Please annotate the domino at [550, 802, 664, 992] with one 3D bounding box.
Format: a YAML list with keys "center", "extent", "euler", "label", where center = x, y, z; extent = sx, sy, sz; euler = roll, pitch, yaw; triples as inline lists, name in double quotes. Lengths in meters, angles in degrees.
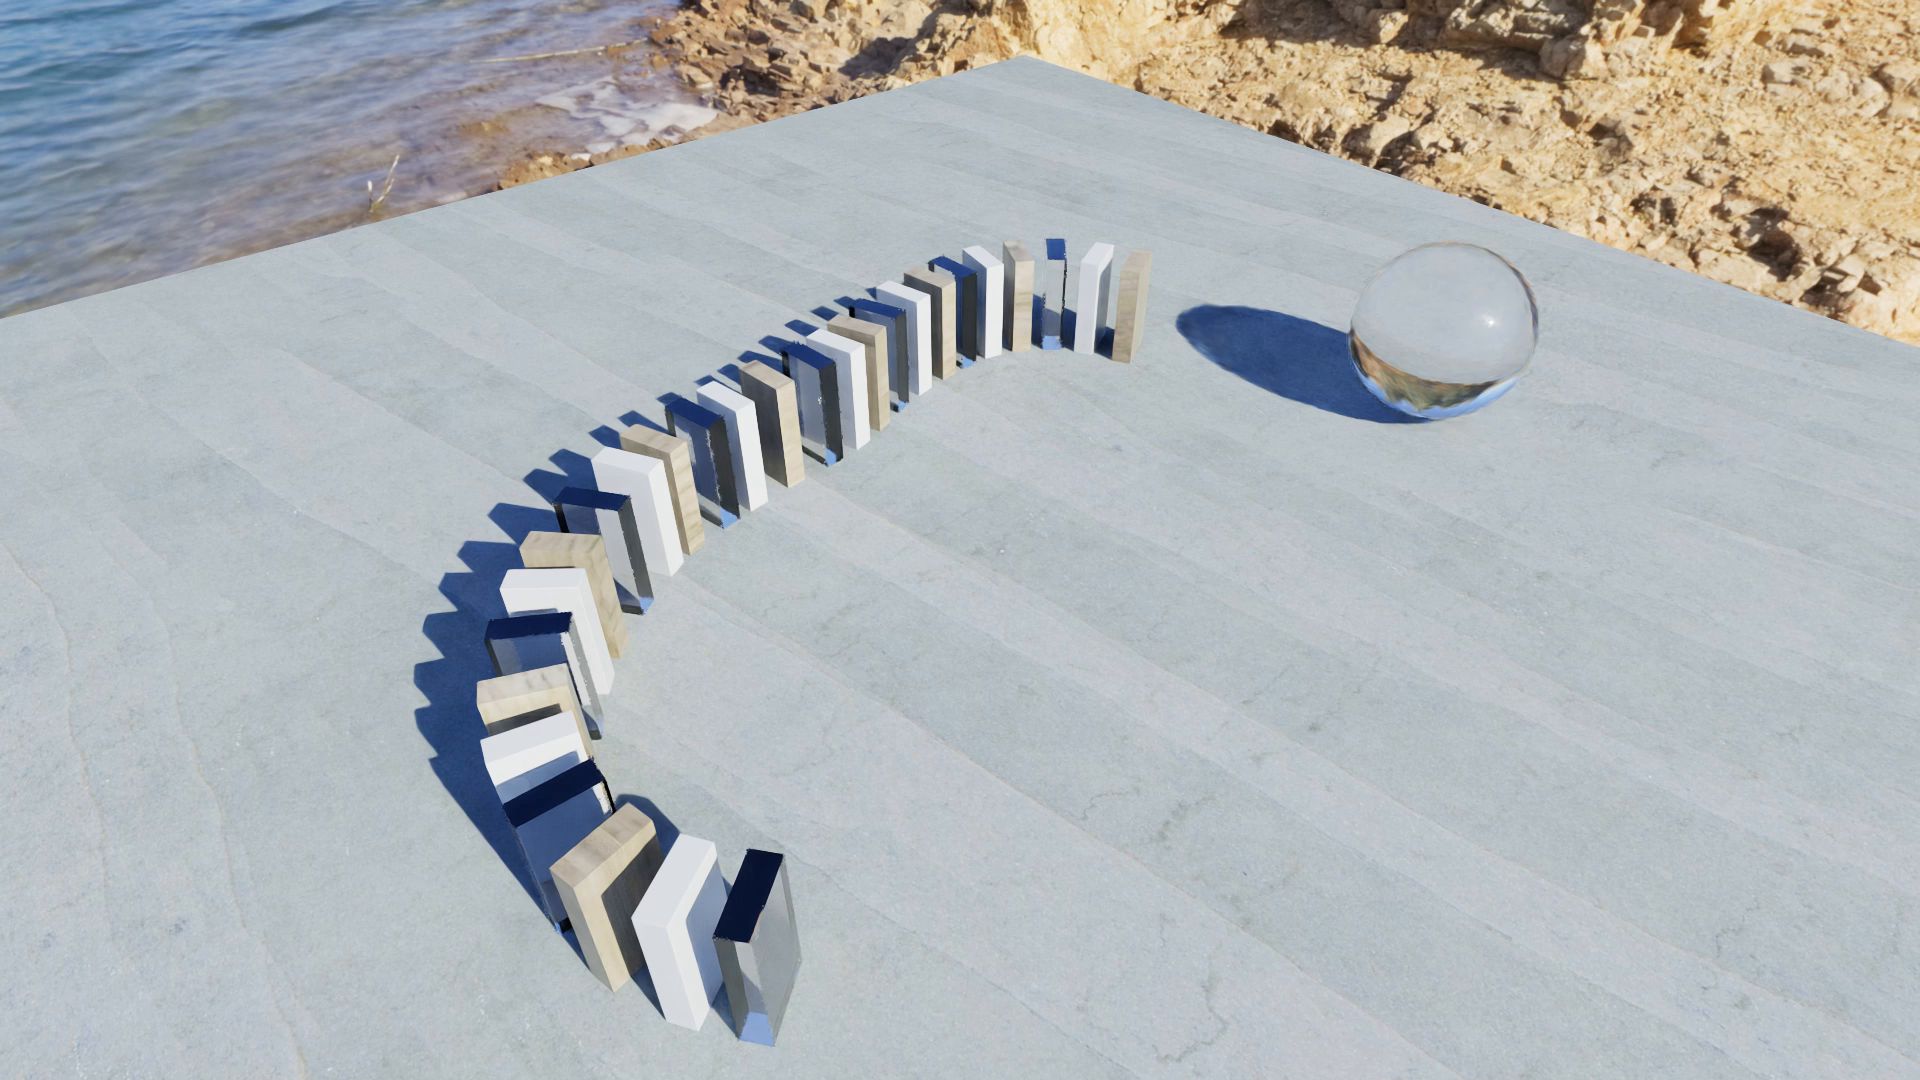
- center: [-0.091, 0.096, 0.294]
  extent: [0.010, 0.050, 0.025]
  euler: [25, 46, 28]
  label: "domino"

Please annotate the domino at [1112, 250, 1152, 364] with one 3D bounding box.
- center: [0.087, -0.118, 0.555]
  extent: [0.009, 0.050, 0.025]
  euler: [14, 41, 17]
  label: "domino"

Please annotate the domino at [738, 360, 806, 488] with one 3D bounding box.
- center: [-0.080, -0.049, 0.472]
  extent: [0.025, 0.050, 0.009]
  euler: [31, 48, 32]
  label: "domino"

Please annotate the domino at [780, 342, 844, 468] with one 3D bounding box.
- center: [-0.065, -0.059, 0.484]
  extent: [0.025, 0.050, 0.009]
  euler: [31, 49, 32]
  label: "domino"

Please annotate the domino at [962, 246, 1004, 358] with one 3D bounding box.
- center: [0.011, -0.121, 0.559]
  extent: [0.009, 0.050, 0.025]
  euler: [-19, 43, -22]
  label: "domino"

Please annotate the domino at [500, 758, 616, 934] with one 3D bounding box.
- center: [-0.107, 0.086, 0.307]
  extent: [0.025, 0.050, 0.009]
  euler: [-27, 46, -29]
  label: "domino"

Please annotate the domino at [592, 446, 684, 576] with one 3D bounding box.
- center: [-0.124, -0.010, 0.424]
  extent: [0.025, 0.050, 0.009]
  euler: [14, 41, 16]
  label: "domino"

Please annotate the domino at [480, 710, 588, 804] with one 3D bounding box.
- center: [-0.120, 0.074, 0.321]
  extent: [0.025, 0.050, 0.009]
  euler: [-18, 43, -21]
  label: "domino"

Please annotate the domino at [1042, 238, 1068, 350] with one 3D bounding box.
- center: [0.048, -0.126, 0.565]
  extent: [0.010, 0.050, 0.025]
  euler: [1, 39, 1]
  label: "domino"

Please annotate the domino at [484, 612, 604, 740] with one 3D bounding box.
- center: [-0.133, 0.046, 0.356]
  extent: [0.025, 0.050, 0.009]
  euler: [-6, 40, -7]
  label: "domino"

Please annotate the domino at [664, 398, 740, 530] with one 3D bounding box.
- center: [-0.105, -0.031, 0.449]
  extent: [0.025, 0.050, 0.010]
  euler: [26, 46, 28]
  label: "domino"

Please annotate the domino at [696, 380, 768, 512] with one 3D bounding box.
- center: [-0.095, -0.039, 0.459]
  extent: [0.025, 0.050, 0.009]
  euler: [28, 47, 30]
  label: "domino"

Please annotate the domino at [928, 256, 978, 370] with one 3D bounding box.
- center: [-0.004, -0.114, 0.550]
  extent: [0.010, 0.050, 0.025]
  euler: [-31, 48, -32]
  label: "domino"

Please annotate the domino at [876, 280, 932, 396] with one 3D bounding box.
- center: [-0.027, -0.097, 0.530]
  extent: [0.025, 0.050, 0.010]
  euler: [26, 46, 28]
  label: "domino"

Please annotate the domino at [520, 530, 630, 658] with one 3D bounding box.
- center: [-0.135, 0.020, 0.387]
  extent: [0.025, 0.050, 0.009]
  euler: [4, 39, 4]
  label: "domino"

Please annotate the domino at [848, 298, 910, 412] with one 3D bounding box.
- center: [-0.038, -0.086, 0.517]
  extent: [0.025, 0.050, 0.009]
  euler: [19, 43, 22]
  label: "domino"

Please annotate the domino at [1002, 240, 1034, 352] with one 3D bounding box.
- center: [0.029, -0.125, 0.564]
  extent: [0.009, 0.050, 0.025]
  euler: [-8, 40, -10]
  label: "domino"

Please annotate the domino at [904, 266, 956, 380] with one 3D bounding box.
- center: [-0.015, -0.106, 0.541]
  extent: [0.025, 0.050, 0.009]
  euler: [29, 47, 31]
  label: "domino"

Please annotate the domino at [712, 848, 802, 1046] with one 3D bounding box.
- center: [-0.051, 0.105, 0.283]
  extent: [0.009, 0.050, 0.025]
  euler: [7, 40, 8]
  label: "domino"

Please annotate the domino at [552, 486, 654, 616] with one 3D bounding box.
- center: [-0.131, 0.005, 0.406]
  extent: [0.025, 0.050, 0.010]
  euler: [8, 40, 10]
  label: "domino"

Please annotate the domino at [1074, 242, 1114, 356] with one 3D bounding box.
- center: [0.068, -0.123, 0.562]
  extent: [0.010, 0.050, 0.025]
  euler: [15, 42, 17]
  label: "domino"

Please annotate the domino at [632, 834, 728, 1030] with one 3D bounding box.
- center: [-0.070, 0.103, 0.286]
  extent: [0.009, 0.050, 0.025]
  euler: [10, 40, 13]
  label: "domino"

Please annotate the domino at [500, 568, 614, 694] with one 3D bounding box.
- center: [-0.135, 0.032, 0.373]
  extent: [0.025, 0.050, 0.009]
  euler: [-1, 39, -1]
  label: "domino"

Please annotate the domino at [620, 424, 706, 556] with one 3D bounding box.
- center: [-0.117, -0.019, 0.435]
  extent: [0.025, 0.050, 0.009]
  euler: [19, 43, 22]
  label: "domino"

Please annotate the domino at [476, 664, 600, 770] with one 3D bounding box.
- center: [-0.128, 0.061, 0.337]
  extent: [0.025, 0.050, 0.009]
  euler: [-11, 41, -14]
  label: "domino"

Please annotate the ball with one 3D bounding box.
- center: [0.221, -0.095, 0.504]
  extent: [0.080, 0.080, 0.080]
  euler: [0, 39, 0]
  label: "ball"

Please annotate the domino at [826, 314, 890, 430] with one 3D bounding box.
- center: [-0.046, -0.076, 0.505]
  extent: [0.025, 0.050, 0.009]
  euler: [18, 43, 21]
  label: "domino"

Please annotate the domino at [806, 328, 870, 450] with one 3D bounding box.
- center: [-0.054, -0.067, 0.494]
  extent: [0.025, 0.050, 0.009]
  euler: [23, 45, 26]
  label: "domino"
